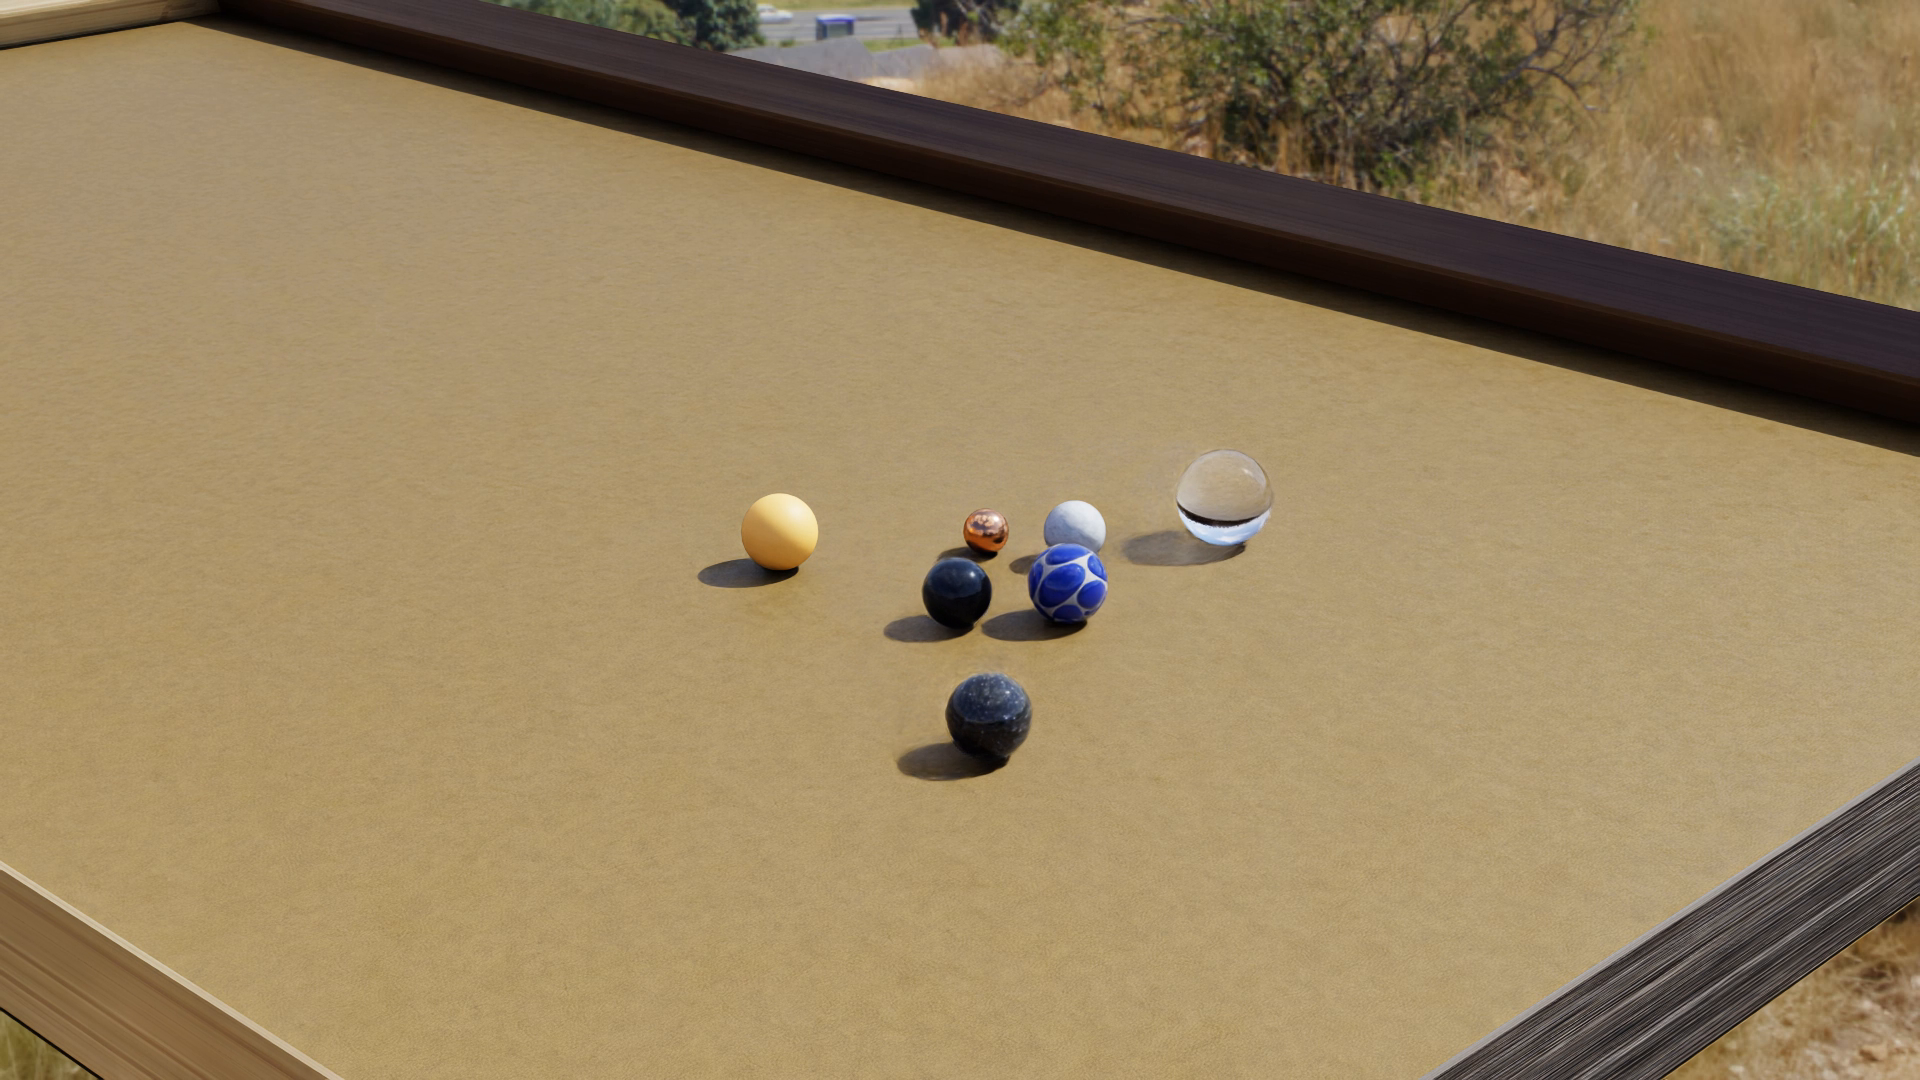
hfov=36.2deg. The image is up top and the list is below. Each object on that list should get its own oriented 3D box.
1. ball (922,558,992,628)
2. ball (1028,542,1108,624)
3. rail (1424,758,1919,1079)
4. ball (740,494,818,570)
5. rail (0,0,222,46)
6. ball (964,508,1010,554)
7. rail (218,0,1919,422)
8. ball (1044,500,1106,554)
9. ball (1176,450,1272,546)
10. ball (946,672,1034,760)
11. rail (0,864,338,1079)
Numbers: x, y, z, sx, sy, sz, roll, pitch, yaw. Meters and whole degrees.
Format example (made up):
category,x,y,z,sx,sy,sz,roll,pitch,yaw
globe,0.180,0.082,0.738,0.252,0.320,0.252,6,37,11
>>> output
category,x,y,z,sx,sy,sz,roll,pitch,yaw
ball,-0.003,0.045,2.522,0.060,0.060,0.060,0,21,0
ball,0.093,0.037,2.529,0.069,0.069,0.069,0,21,0
rail,0.637,0.199,2.045,0.045,0.115,1.978,19,28,40
ball,-0.162,-0.007,2.643,0.069,0.069,0.069,0,21,0
rail,-1.945,-0.705,4.378,0.045,0.115,1.978,19,28,40
ball,0.024,-0.008,2.683,0.042,0.042,0.042,0,21,0
rail,0.018,-0.503,3.858,3.643,0.115,0.045,19,28,40
ball,0.104,-0.008,2.662,0.057,0.057,0.057,0,21,0
ball,0.243,-0.039,2.699,0.089,0.089,0.089,0,21,0
ball,0.023,0.136,2.277,0.068,0.068,0.068,0,21,0
rail,-1.326,-0.003,2.565,3.643,0.115,0.045,19,28,40
